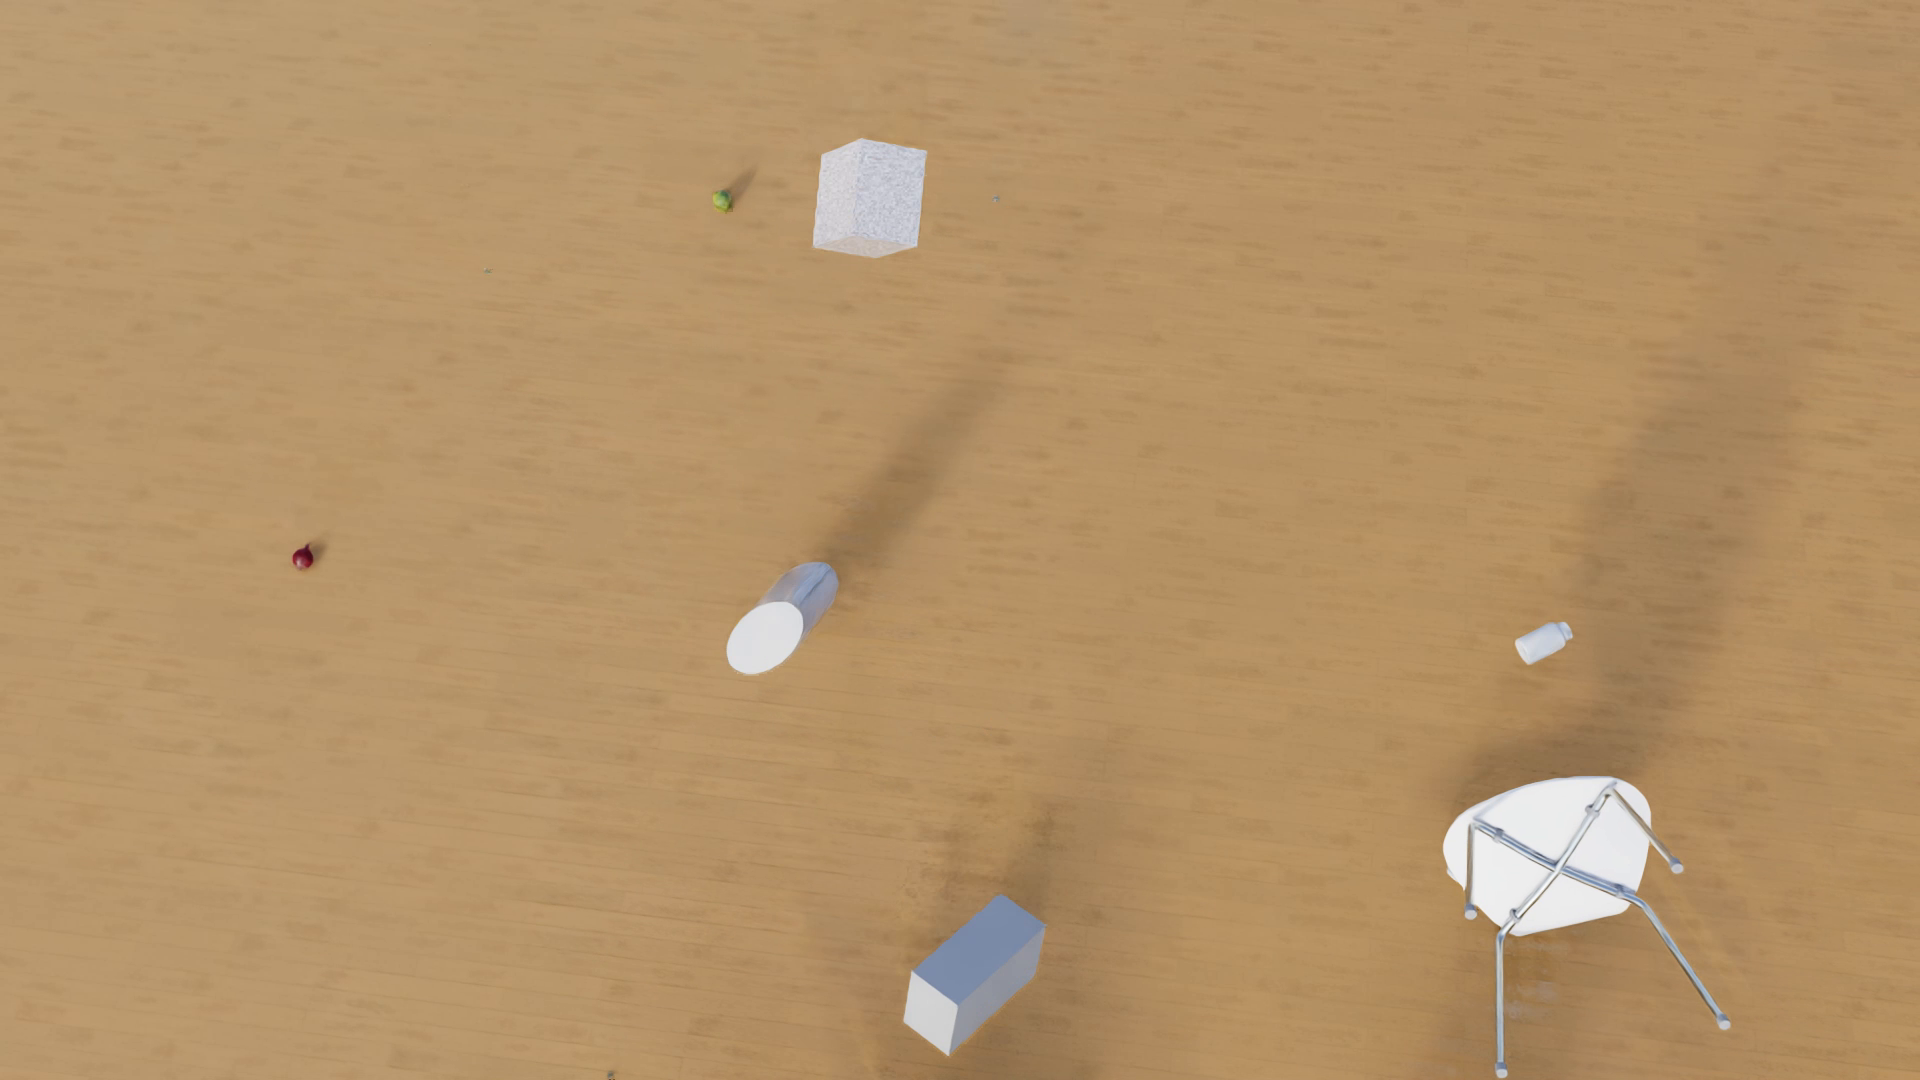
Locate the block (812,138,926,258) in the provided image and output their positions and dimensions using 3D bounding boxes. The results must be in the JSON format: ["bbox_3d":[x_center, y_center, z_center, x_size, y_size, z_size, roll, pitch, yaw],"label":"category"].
[{"bbox_3d":[-0.266,-0.988,6.387,0.202,0.311,0.275,6,88,-25],"label":"block"}]

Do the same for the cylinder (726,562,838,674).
[{"bbox_3d":[-0.497,0.217,6.180,0.163,0.295,0.265,46,31,-5],"label":"cylinder"}]

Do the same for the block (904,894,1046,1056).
[{"bbox_3d":[0.038,1.105,5.607,0.150,0.202,0.357,32,45,25],"label":"block"}]
